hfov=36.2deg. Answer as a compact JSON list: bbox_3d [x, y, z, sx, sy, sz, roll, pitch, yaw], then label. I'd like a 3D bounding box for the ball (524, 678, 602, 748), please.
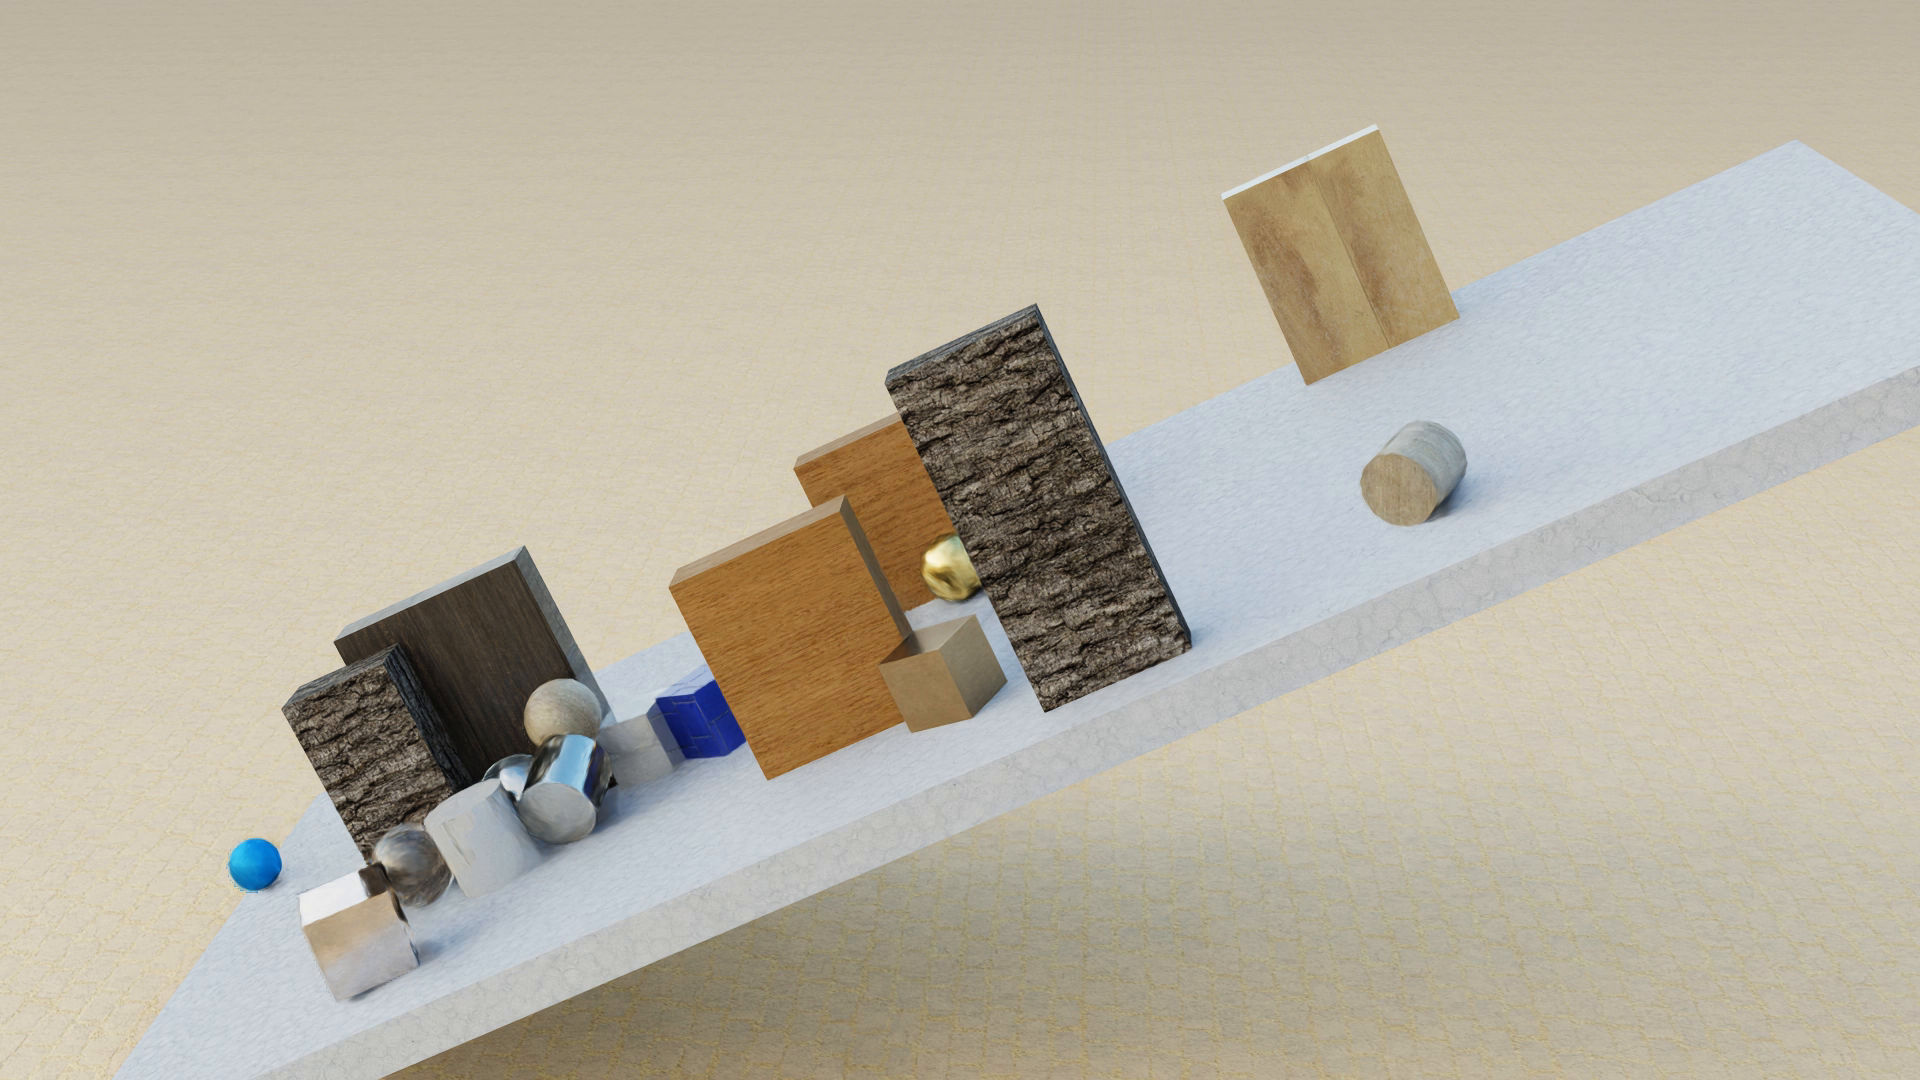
[{"bbox_3d":[-0.835,0.372,6.181,0.164,0.164,0.164,0,16,0],"label":"ball"}]

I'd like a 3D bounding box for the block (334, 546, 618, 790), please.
[{"bbox_3d":[-1.018,0.350,6.339,0.439,0.540,0.115,-24,13,9],"label":"block"}]

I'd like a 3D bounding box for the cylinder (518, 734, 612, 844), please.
[{"bbox_3d":[-0.815,0.513,6.073,0.162,0.162,0.162,2,34,6],"label":"cylinder"}]

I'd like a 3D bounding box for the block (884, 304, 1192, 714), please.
[{"bbox_3d":[0.147,-0.056,5.389,0.298,0.686,0.115,-24,13,9],"label":"block"}]

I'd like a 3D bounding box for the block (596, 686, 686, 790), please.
[{"bbox_3d":[-0.671,0.422,6.282,0.142,0.142,0.142,-20,14,24],"label":"block"}]

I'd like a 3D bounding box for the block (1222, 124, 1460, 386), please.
[{"bbox_3d":[0.880,-0.657,6.798,0.385,0.480,0.082,-24,13,9],"label":"block"}]

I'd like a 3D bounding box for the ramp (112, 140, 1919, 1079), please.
[{"bbox_3d":[0.135,0.169,6.282,4.000,0.100,2.000,-24,13,9],"label":"ramp"}]

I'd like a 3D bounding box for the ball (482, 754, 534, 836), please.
[{"bbox_3d":[-0.932,0.542,6.238,0.175,0.175,0.175,0,16,0],"label":"ball"}]

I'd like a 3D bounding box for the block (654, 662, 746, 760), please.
[{"bbox_3d":[-0.518,0.358,6.227,0.151,0.151,0.151,-36,16,-36],"label":"block"}]

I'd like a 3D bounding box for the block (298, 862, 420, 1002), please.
[{"bbox_3d":[-1.178,0.767,5.766,0.172,0.172,0.172,-22,18,-8],"label":"block"}]

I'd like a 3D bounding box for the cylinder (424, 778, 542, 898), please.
[{"bbox_3d":[-0.980,0.612,6.041,0.177,0.177,0.177,-25,14,7],"label":"cylinder"}]

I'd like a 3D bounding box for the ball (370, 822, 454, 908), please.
[{"bbox_3d":[-1.136,0.675,6.107,0.176,0.176,0.176,0,16,0],"label":"ball"}]

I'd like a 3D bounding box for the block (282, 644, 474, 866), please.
[{"bbox_3d":[-1.204,0.496,6.256,0.243,0.481,0.148,-24,13,9],"label":"block"}]

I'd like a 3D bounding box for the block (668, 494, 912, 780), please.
[{"bbox_3d":[-0.305,0.193,5.821,0.372,0.440,0.131,-24,13,9],"label":"block"}]

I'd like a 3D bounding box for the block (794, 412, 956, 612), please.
[{"bbox_3d":[-0.158,-0.051,6.575,0.272,0.402,0.111,-24,13,9],"label":"block"}]

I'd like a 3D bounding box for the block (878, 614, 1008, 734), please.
[{"bbox_3d":[-0.033,0.259,5.694,0.152,0.152,0.152,-16,16,36],"label":"block"}]

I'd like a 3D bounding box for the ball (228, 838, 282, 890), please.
[{"bbox_3d":[-1.646,0.758,6.870,0.120,0.120,0.120,0,16,0],"label":"ball"}]

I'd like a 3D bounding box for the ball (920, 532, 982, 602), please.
[{"bbox_3d":[-0.012,0.059,6.431,0.151,0.151,0.151,0,16,0],"label":"ball"}]

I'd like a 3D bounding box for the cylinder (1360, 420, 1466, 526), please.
[{"bbox_3d":[0.851,-0.125,5.514,0.151,0.151,0.151,9,31,30],"label":"cylinder"}]
